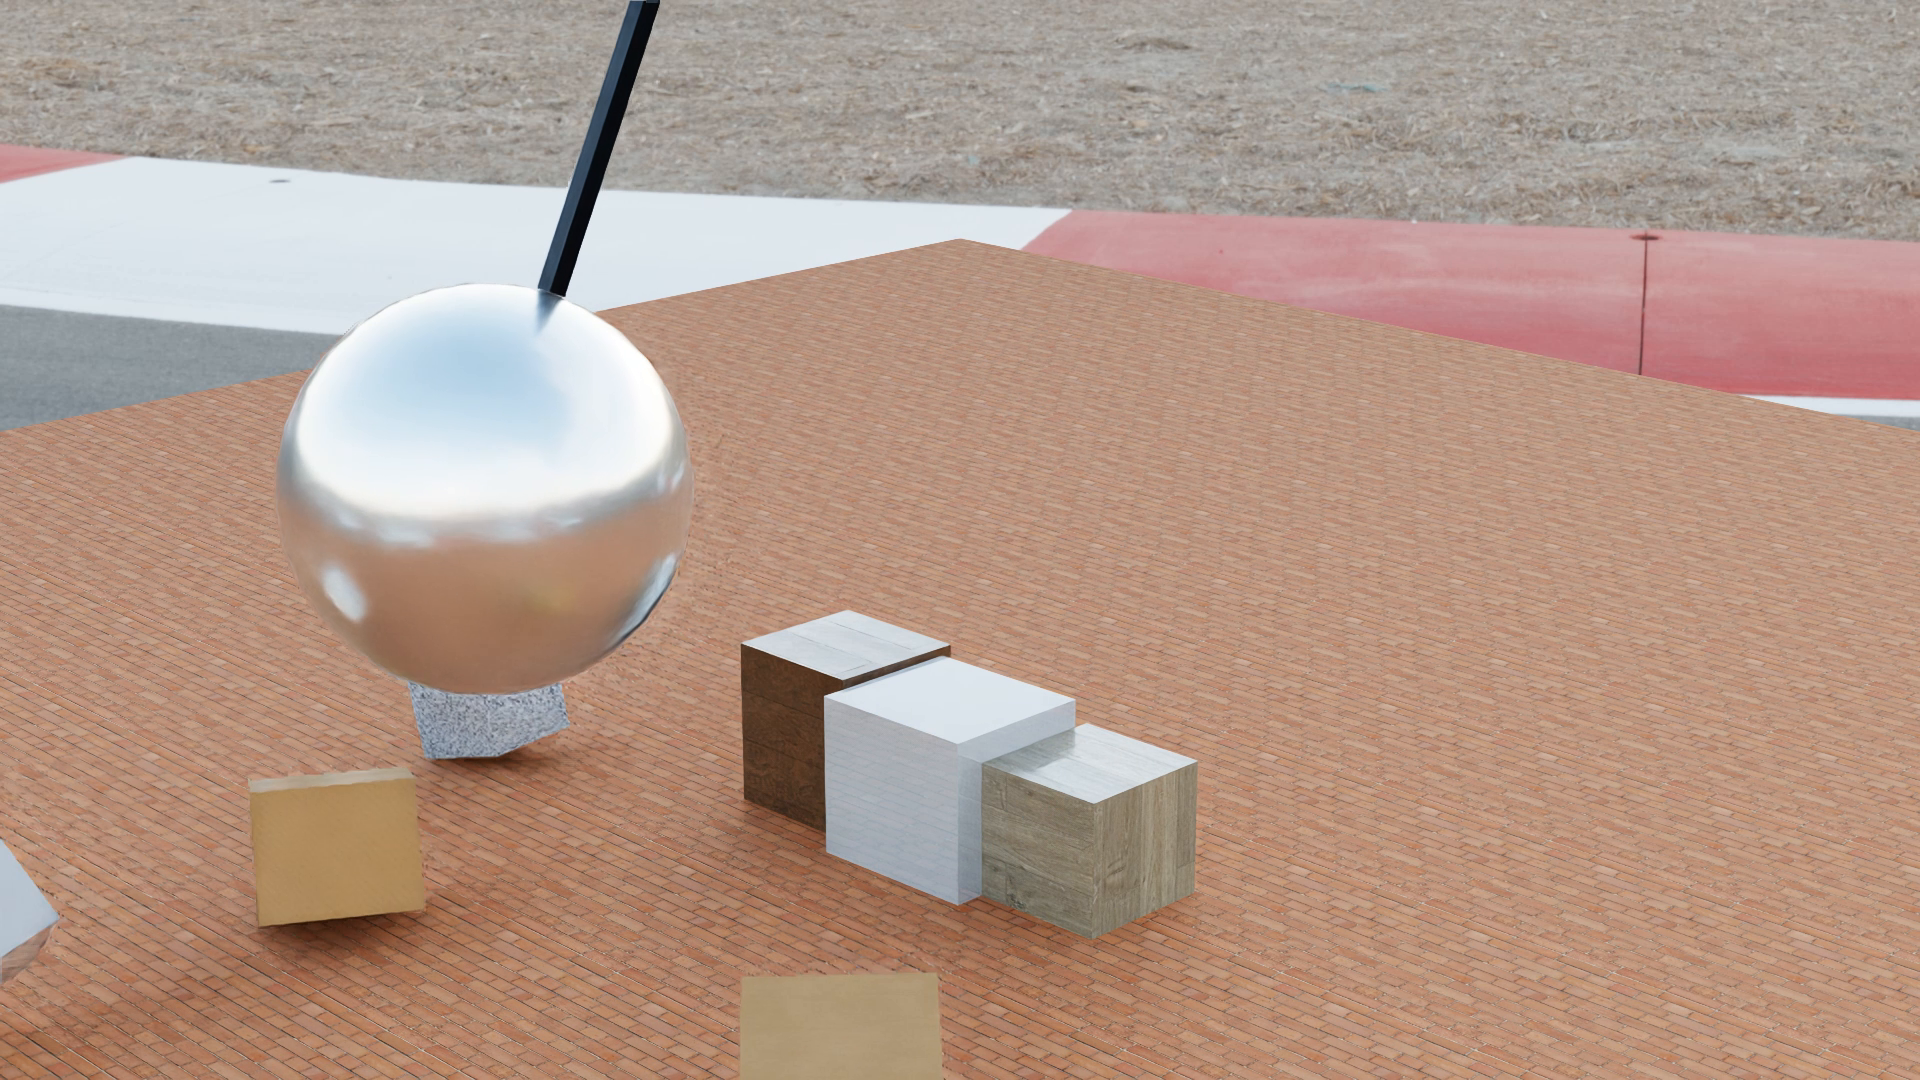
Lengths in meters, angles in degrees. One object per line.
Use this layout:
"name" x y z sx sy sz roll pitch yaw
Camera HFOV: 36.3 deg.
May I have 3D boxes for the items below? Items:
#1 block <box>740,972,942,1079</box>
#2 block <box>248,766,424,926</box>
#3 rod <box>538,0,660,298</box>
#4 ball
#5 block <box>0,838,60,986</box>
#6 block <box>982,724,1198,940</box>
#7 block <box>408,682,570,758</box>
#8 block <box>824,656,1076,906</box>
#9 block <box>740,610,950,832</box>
"block" -0.423 2.042 10.453 0.704 0.631 0.746 -1 36 -3
"block" -2.740 1.332 12.855 0.694 0.568 0.701 -4 1 -14
"rod" -0.794 -3.432 11.430 0.080 5.200 0.080 17 -2 42
"ball" -1.833 -0.196 11.359 1.600 1.600 1.600 0 17 0
"block" -4.127 1.491 11.506 0.751 0.749 0.783 -36 -3 -32
"block" 0.580 1.295 13.153 0.668 0.642 0.693 16 24 42
"block" -2.403 0.728 14.815 0.536 0.614 0.516 -5 11 38
"block" -0.048 1.095 13.568 0.857 0.776 0.774 16 24 42
"block" -0.549 0.883 14.187 0.702 0.808 0.728 -17 24 -42
